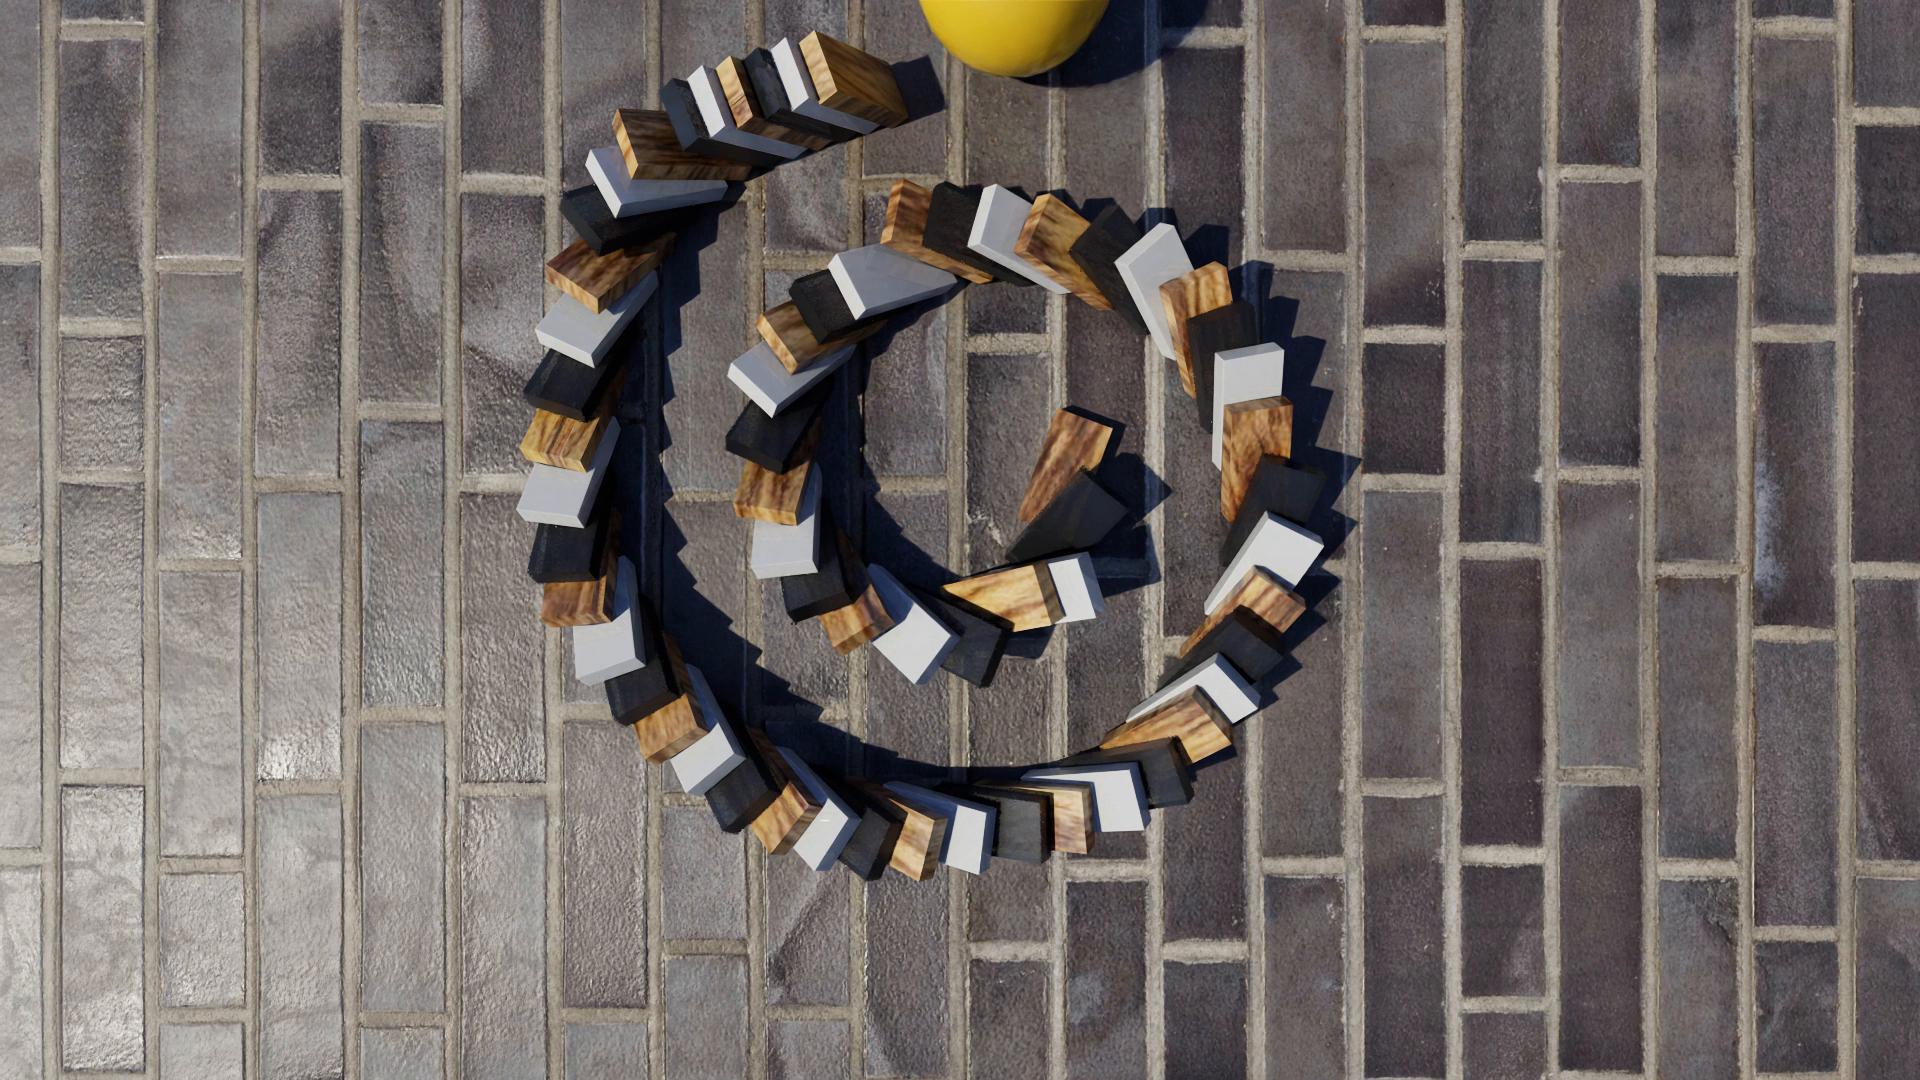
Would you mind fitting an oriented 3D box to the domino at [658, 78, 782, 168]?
[{"bbox_3d":[-0.097,-0.170,0.376,0.009,0.050,0.025,-23,90,33],"label":"domino"}]

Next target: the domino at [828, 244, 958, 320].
[{"bbox_3d":[-0.027,-0.111,0.382,0.050,0.010,0.025,-27,90,-35],"label":"domino"}]

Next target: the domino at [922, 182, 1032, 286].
[{"bbox_3d":[0.010,-0.127,0.382,0.050,0.010,0.025,12,89,-33],"label":"domino"}]

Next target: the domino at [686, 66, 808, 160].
[{"bbox_3d":[-0.086,-0.175,0.376,0.009,0.050,0.025,-21,90,33],"label":"domino"}]

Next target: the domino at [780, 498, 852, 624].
[{"bbox_3d":[-0.062,0.008,0.381,0.025,0.009,0.050,-20,54,2],"label":"domino"}]

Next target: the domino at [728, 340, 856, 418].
[{"bbox_3d":[-0.069,-0.075,0.382,0.025,0.009,0.050,43,56,1],"label":"domino"}]

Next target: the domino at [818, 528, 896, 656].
[{"bbox_3d":[-0.049,0.021,0.382,0.025,0.010,0.050,-32,55,0],"label":"domino"}]

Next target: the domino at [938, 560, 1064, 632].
[{"bbox_3d":[0.016,0.026,0.380,0.050,0.010,0.025,-15,94,39],"label":"domino"}]

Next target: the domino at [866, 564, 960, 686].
[{"bbox_3d":[-0.026,0.035,0.383,0.050,0.009,0.025,40,98,28],"label":"domino"}]

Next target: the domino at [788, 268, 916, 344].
[{"bbox_3d":[-0.043,-0.102,0.382,0.050,0.009,0.025,-31,89,-34],"label":"domino"}]

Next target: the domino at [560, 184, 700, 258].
[{"bbox_3d":[-0.136,-0.138,0.381,0.025,0.009,0.050,50,51,0],"label":"domino"}]

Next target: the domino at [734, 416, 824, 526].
[{"bbox_3d":[-0.075,-0.031,0.382,0.025,0.009,0.050,9,58,1],"label":"domino"}]

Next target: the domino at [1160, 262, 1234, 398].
[{"bbox_3d":[0.102,-0.087,0.382,0.025,0.010,0.050,-24,123,0],"label":"domino"}]

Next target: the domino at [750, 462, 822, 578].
[{"bbox_3d":[-0.071,-0.009,0.381,0.025,0.010,0.050,-6,56,4],"label":"domino"}]

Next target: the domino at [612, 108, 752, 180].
[{"bbox_3d":[-0.114,-0.163,0.380,0.050,0.009,0.025,-17,84,-37],"label":"domino"}]

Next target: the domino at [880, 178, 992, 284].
[{"bbox_3d":[-0.007,-0.128,0.382,0.050,0.009,0.025,12,89,-33],"label":"domino"}]

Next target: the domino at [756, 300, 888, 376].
[{"bbox_3d":[-0.057,-0.091,0.382,0.050,0.009,0.025,-36,90,-33],"label":"domino"}]

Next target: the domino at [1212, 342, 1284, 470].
[{"bbox_3d":[0.119,-0.055,0.382,0.025,0.009,0.050,-11,123,-3],"label":"domino"}]

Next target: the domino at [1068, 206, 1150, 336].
[{"bbox_3d":[0.070,-0.112,0.383,0.050,0.010,0.025,40,90,-30],"label":"domino"}]

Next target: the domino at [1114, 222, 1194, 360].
[{"bbox_3d":[0.086,-0.103,0.381,0.025,0.010,0.050,-41,125,-3],"label":"domino"}]

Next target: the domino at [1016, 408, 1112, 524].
[{"bbox_3d":[0.045,-0.028,0.395,0.025,0.010,0.050,21,90,0],"label":"domino"}]

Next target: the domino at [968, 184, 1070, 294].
[{"bbox_3d":[0.029,-0.125,0.382,0.050,0.010,0.025,17,88,-32],"label":"domino"}]

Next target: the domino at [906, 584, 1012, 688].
[{"bbox_3d":[-0.005,0.039,0.383,0.050,0.010,0.025,24,94,30],"label":"domino"}]

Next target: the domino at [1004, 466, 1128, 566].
[{"bbox_3d":[0.044,-0.004,0.384,0.025,0.009,0.050,38,113,-8],"label":"domino"}]

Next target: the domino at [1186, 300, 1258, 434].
[{"bbox_3d":[0.111,-0.071,0.382,0.025,0.009,0.050,-19,123,-2],"label":"domino"}]

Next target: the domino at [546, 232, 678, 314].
[{"bbox_3d":[-0.144,-0.118,0.383,0.025,0.010,0.050,34,57,0],"label":"domino"}]

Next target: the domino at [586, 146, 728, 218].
[{"bbox_3d":[-0.125,-0.151,0.381,0.050,0.009,0.025,-29,89,-38],"label":"domino"}]

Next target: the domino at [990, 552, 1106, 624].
[{"bbox_3d":[0.033,0.022,0.379,0.050,0.009,0.025,-13,99,39],"label":"domino"}]

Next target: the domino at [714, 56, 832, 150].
[{"bbox_3d":[-0.075,-0.178,0.376,0.010,0.050,0.025,-21,90,33],"label":"domino"}]

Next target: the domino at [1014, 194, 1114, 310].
[{"bbox_3d":[0.048,-0.119,0.383,0.050,0.010,0.025,24,89,-32],"label":"domino"}]

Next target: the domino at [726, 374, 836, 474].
[{"bbox_3d":[-0.074,-0.053,0.383,0.025,0.010,0.050,24,59,0],"label":"domino"}]
